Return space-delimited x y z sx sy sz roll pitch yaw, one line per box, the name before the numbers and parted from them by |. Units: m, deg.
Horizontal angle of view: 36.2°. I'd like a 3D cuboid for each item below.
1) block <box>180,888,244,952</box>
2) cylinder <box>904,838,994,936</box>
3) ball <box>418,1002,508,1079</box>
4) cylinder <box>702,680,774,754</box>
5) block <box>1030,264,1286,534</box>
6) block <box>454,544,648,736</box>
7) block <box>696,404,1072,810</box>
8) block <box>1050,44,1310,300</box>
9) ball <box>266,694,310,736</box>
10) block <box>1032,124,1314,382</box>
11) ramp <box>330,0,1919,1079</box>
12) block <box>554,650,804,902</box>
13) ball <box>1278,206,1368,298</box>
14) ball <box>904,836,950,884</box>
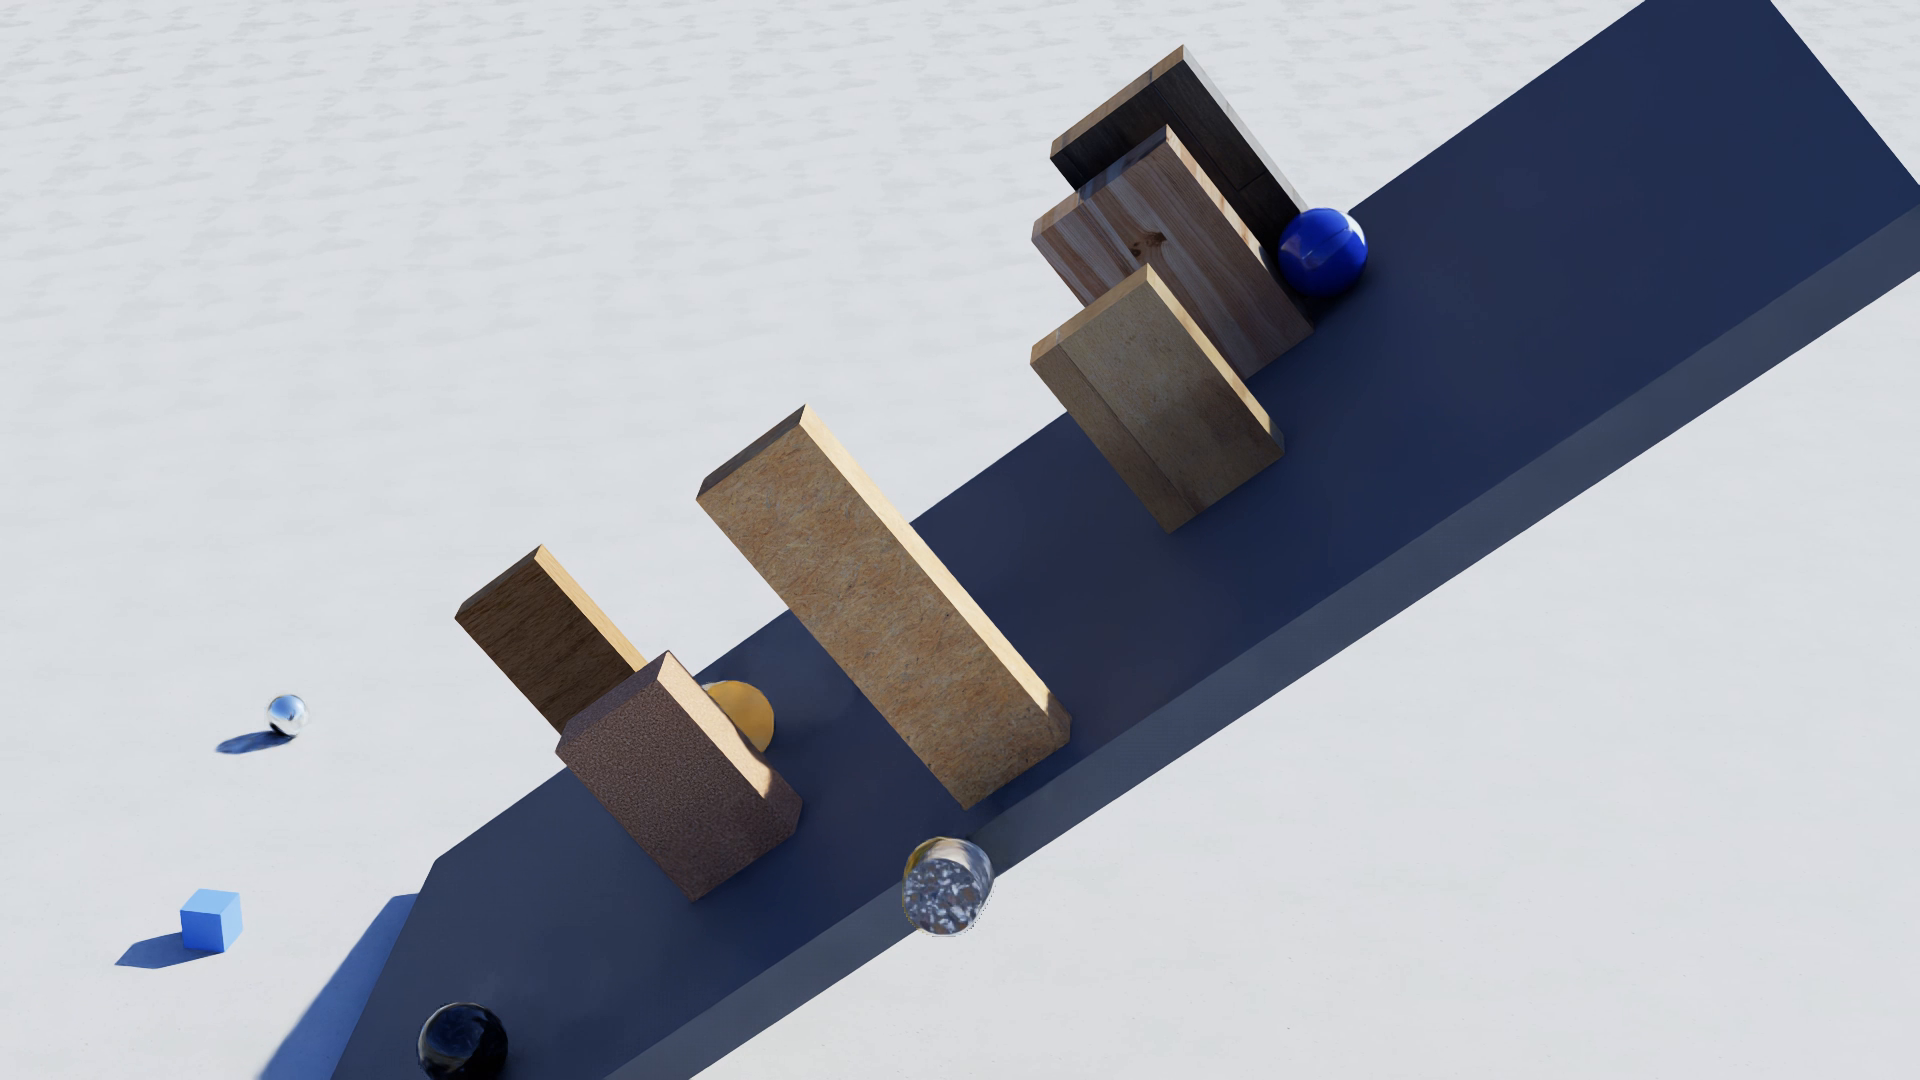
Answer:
block | -1.929 0.980 7.583 0.112 0.112 0.112 5 24 11
cylinder | -0.019 0.604 5.138 0.137 0.137 0.137 4 10 9
ball | -1.029 1.048 6.089 0.184 0.184 0.184 0 23 0
cylinder | -0.526 0.412 6.607 0.189 0.189 0.189 -6 -2 -15
block | 0.399 -0.282 5.930 0.293 0.460 0.111 -35 16 17
block | -0.847 0.333 6.765 0.248 0.651 0.086 -35 16 17
block | -0.134 0.130 5.418 0.246 0.787 0.105 -35 16 17
block | 0.537 -0.755 6.636 0.371 0.607 0.142 -35 16 17
ball | -1.976 0.515 8.649 0.128 0.128 0.128 0 23 0
block | 0.467 -0.578 6.443 0.366 0.536 0.141 -35 16 17
ramp | 0.125 0.182 6.332 4.000 0.100 2.000 -35 16 17
block | -0.581 0.491 6.107 0.281 0.439 0.141 -35 16 17
ball | 0.796 -0.631 6.456 0.199 0.199 0.199 0 23 0
ball | -0.029 0.612 5.340 0.146 0.146 0.146 0 23 0
